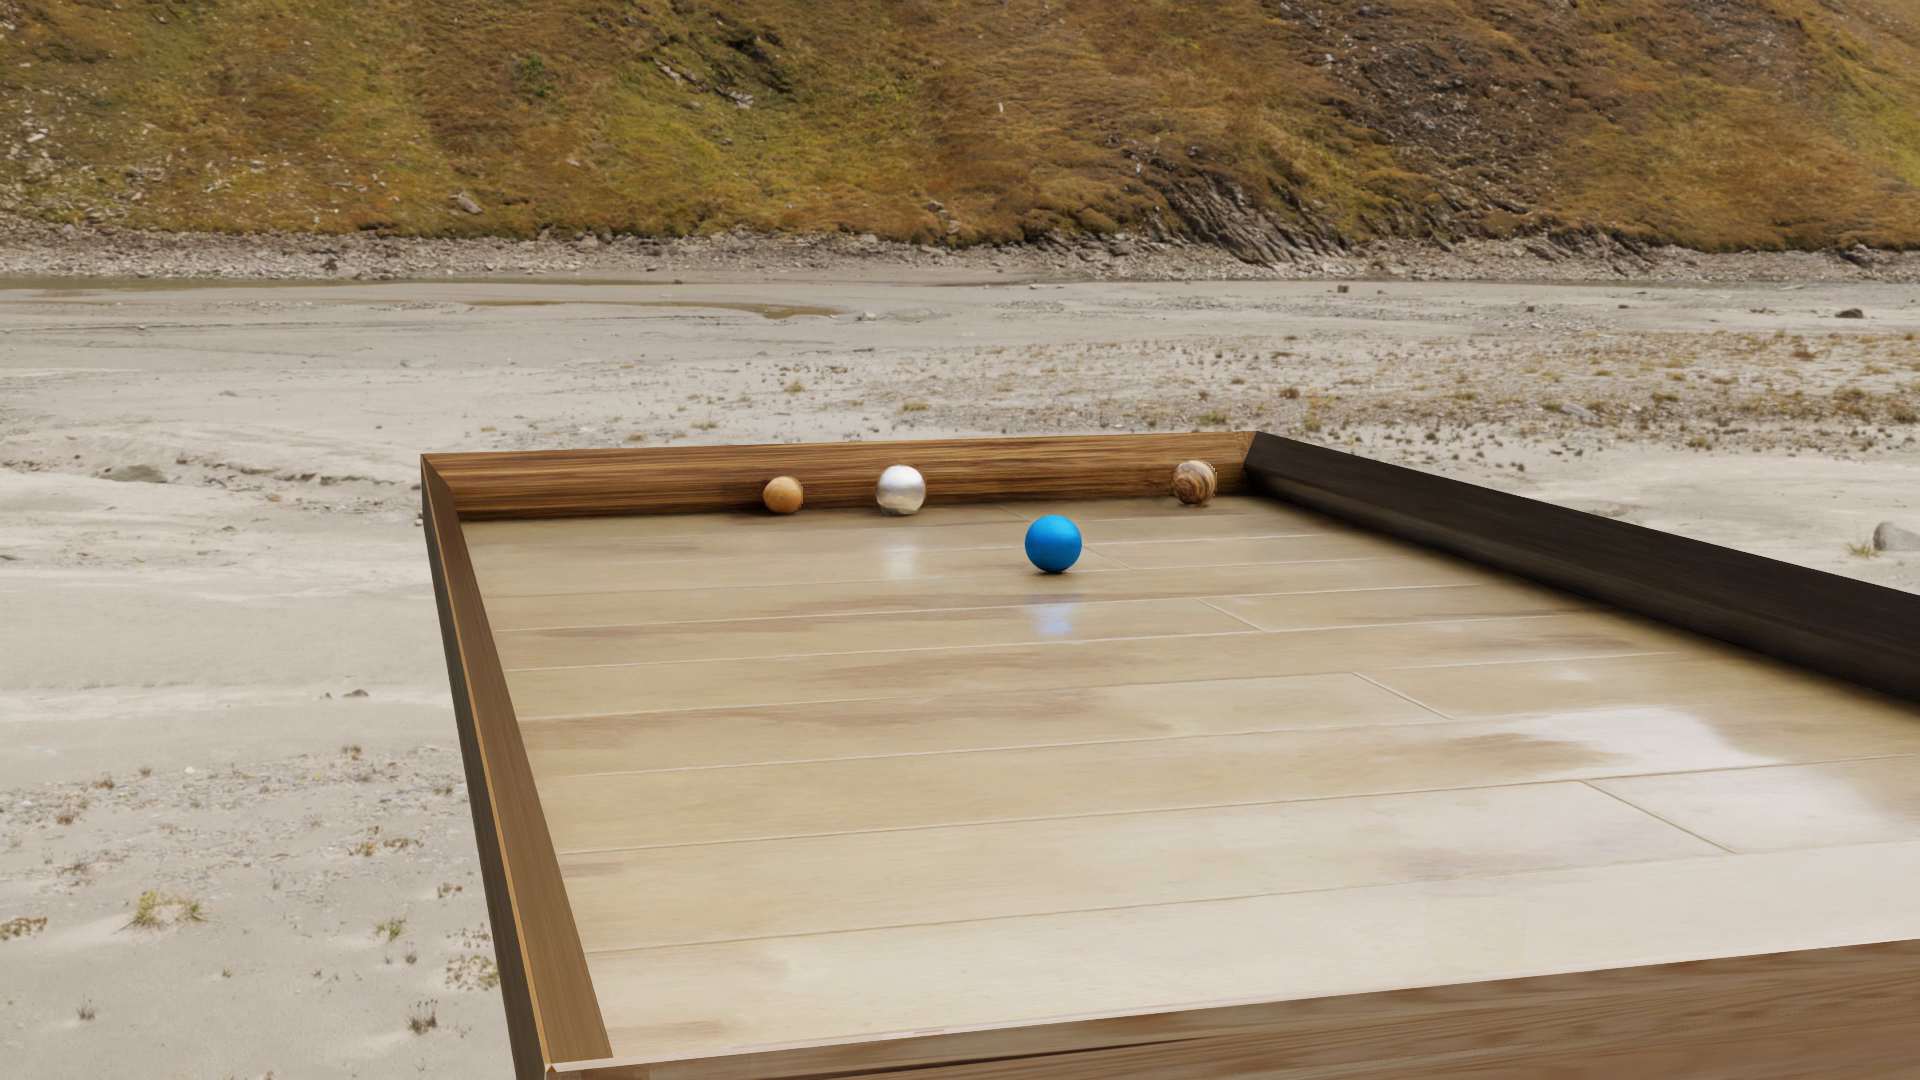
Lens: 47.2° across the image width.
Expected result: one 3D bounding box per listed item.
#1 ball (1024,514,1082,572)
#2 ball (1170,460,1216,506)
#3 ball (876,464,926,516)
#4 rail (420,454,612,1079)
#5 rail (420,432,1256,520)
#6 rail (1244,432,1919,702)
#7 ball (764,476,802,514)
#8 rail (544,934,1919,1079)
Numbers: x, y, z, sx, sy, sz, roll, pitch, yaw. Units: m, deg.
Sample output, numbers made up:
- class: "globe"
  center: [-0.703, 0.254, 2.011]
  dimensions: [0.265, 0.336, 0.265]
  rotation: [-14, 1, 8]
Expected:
- class: "ball"
  center: [0.136, 0.005, 3.212]
  dimensions: [0.084, 0.084, 0.084]
  rotation: [0, 9, 0]
- class: "ball"
  center: [0.418, -0.103, 3.946]
  dimensions: [0.080, 0.080, 0.080]
  rotation: [0, 9, 0]
- class: "ball"
  center: [-0.103, -0.086, 3.810]
  dimensions: [0.088, 0.088, 0.088]
  rotation: [0, 9, 0]
- class: "rail"
  center: [-0.534, 0.110, 2.406]
  dimensions: [0.045, 0.114, 2.791]
  rotation: [-2, 9, -15]
- class: "rail"
  center: [-0.173, -0.115, 3.904]
  dimensions: [1.523, 0.114, 0.045]
  rotation: [-2, 9, -15]
- class: "rail"
  center: [0.892, 0.054, 2.780]
  dimensions: [0.045, 0.114, 2.791]
  rotation: [-2, 9, -15]
- class: "ball"
  center: [-0.309, -0.077, 3.823]
  dimensions: [0.066, 0.066, 0.066]
  rotation: [0, 9, 0]
- class: "rail"
  center: [0.531, 0.278, 1.281]
  dimensions: [1.523, 0.114, 0.045]
  rotation: [-2, 9, -15]
